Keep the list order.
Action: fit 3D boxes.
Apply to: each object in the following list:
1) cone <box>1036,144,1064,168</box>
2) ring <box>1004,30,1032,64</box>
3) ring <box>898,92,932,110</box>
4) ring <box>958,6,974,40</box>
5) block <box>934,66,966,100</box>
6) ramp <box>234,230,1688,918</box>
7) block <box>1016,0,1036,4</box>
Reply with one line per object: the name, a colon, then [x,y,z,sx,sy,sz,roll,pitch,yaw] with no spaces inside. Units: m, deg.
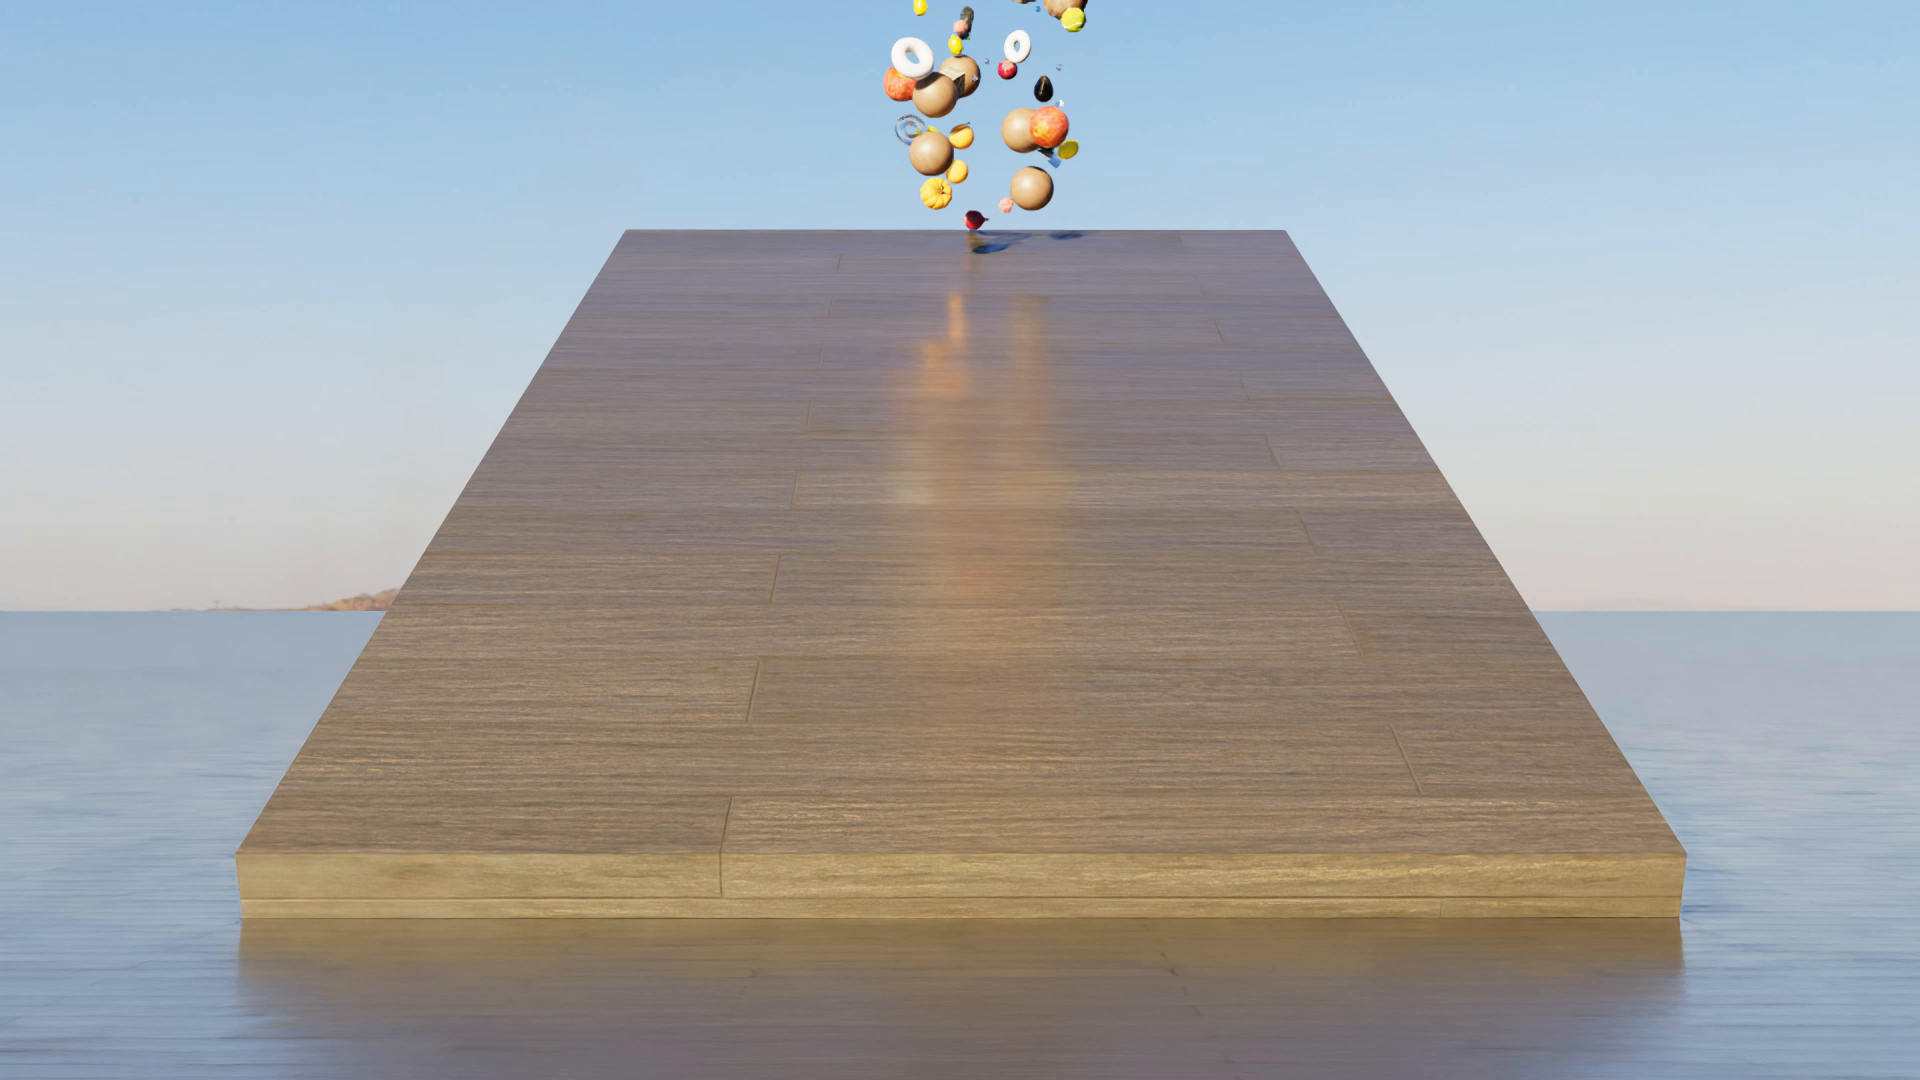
cone: [0.256,-1.135,6.656,0.072,0.072,0.072,11,-6,-21]
ring: [0.169,-1.438,6.615,0.096,0.096,0.032,-2,1,43]
ring: [-0.130,-1.267,6.548,0.095,0.032,0.095,-9,-6,-1]
ring: [0.017,-1.538,6.746,0.033,0.098,0.098,10,-3,-11]
block: [-0.030,-1.334,6.621,0.064,0.064,0.064,29,48,27]
ramp: [-0.005,-0.208,5.019,2.000,0.100,4.000,0,20,0]
block: [0.194,-1.669,6.818,0.079,0.079,0.079,-24,46,-33]
